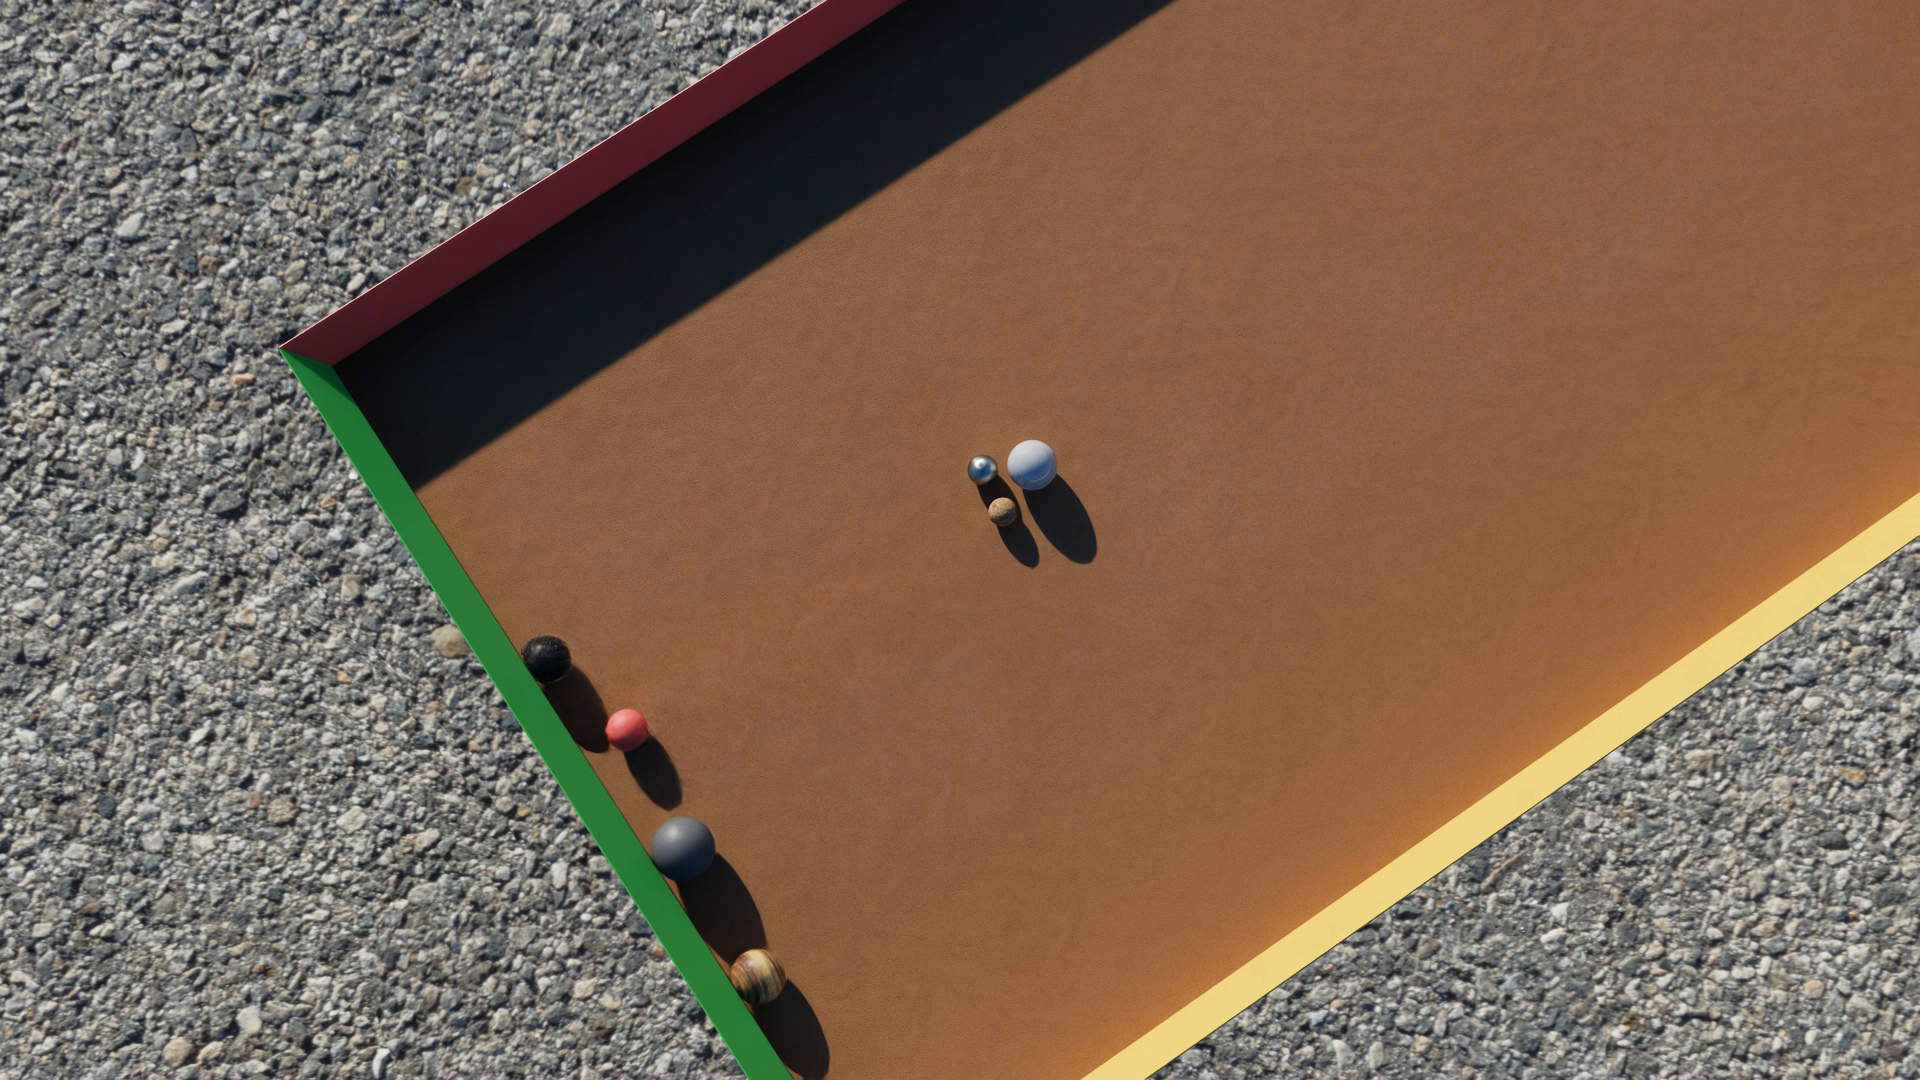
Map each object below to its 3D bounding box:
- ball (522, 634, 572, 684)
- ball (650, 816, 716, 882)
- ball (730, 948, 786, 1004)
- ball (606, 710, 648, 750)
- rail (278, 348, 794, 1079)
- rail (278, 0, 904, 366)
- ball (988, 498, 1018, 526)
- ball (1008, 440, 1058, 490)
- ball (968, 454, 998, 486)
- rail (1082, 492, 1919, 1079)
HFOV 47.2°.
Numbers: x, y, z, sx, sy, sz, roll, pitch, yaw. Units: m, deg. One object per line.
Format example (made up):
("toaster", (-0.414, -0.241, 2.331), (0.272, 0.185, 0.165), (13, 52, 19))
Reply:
("ball", (-0.611, 0.176, 3.250), (0.072, 0.072, 0.072), (0, 80, 0))
("ball", (-0.402, 0.448, 3.192), (0.093, 0.093, 0.093), (0, 80, 0))
("ball", (-0.291, 0.629, 3.168), (0.079, 0.079, 0.079), (0, 80, 0))
("ball", (-0.490, 0.280, 3.238), (0.061, 0.061, 0.061), (0, 80, 0))
("rail", (-0.544, 0.358, 3.193), (0.045, 0.121, 1.581), (-34, 82, -5))
("rail", (0.134, -1.007, 3.429), (2.724, 0.121, 0.045), (-34, 82, -5))
("ball", (0.064, -0.042, 3.303), (0.043, 0.043, 0.043), (0, 80, 0))
("ball", (0.109, -0.112, 3.298), (0.076, 0.076, 0.076), (0, 80, 0))
("ball", (0.034, -0.106, 3.312), (0.047, 0.047, 0.047), (0, 80, 0))
("rail", (0.994, 0.244, 3.212), (2.724, 0.121, 0.045), (-34, 82, -5))
